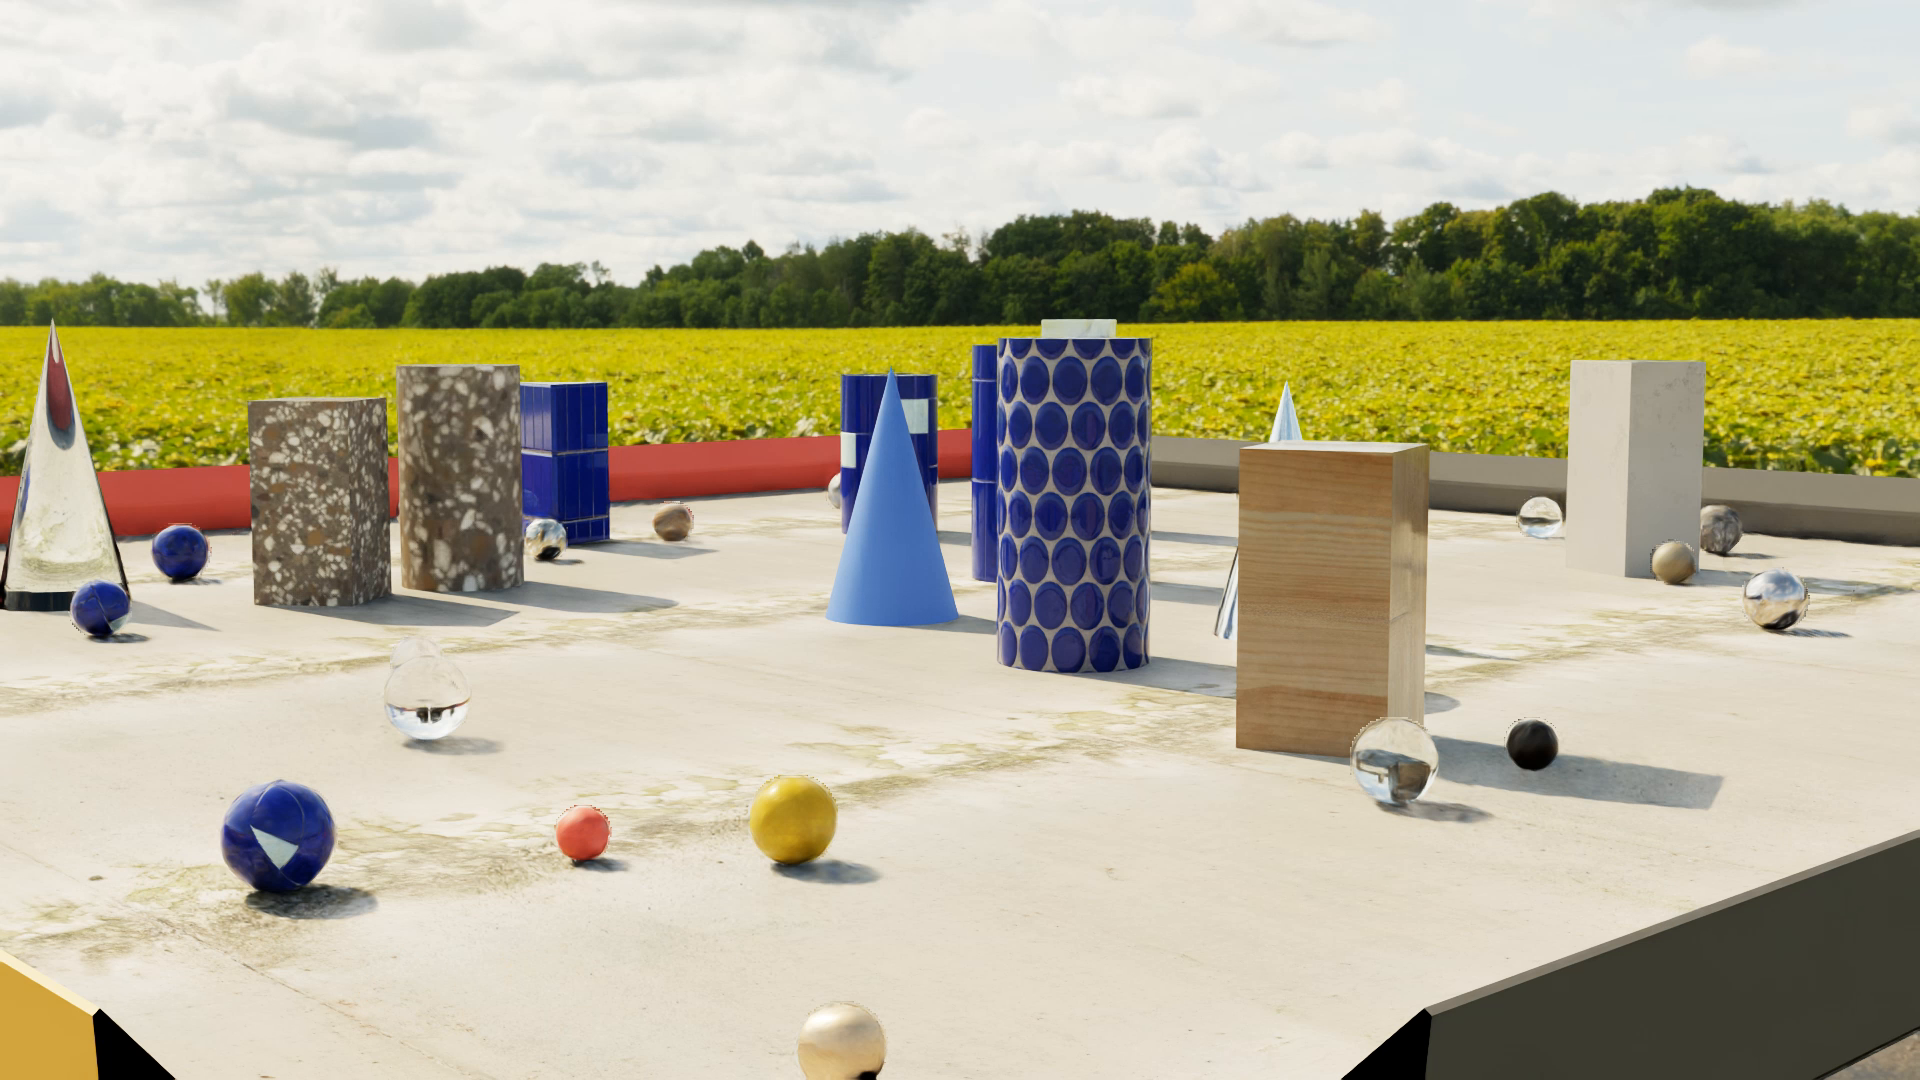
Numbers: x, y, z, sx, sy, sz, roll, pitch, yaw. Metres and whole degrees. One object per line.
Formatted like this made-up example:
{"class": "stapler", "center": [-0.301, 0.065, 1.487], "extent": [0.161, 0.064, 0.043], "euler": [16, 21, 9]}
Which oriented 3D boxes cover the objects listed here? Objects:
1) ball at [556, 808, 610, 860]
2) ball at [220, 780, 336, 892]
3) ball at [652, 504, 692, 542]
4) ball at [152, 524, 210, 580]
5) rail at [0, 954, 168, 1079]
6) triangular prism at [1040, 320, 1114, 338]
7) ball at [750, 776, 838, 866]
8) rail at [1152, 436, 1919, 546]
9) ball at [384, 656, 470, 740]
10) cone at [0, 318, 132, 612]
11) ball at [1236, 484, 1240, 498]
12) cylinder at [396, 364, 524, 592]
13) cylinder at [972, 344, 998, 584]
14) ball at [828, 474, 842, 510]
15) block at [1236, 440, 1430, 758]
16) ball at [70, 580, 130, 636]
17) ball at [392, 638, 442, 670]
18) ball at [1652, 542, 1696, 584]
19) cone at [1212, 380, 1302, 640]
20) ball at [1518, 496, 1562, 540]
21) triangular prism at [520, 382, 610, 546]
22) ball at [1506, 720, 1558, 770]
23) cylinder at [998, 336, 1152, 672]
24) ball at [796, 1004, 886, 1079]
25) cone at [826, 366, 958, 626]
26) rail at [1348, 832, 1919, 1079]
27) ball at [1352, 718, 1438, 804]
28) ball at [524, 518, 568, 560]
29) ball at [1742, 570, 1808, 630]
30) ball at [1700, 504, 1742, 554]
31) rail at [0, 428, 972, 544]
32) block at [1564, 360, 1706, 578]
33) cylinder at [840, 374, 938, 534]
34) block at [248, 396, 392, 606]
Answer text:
{"class": "ball", "center": [-0.306, 0.238, 1.782], "extent": [0.043, 0.043, 0.043], "euler": [0, 6, 0]}
{"class": "ball", "center": [-0.523, 0.227, 1.686], "extent": [0.086, 0.086, 0.086], "euler": [0, 6, 0]}
{"class": "ball", "center": [-0.553, -0.034, 4.226], "extent": [0.074, 0.074, 0.074], "euler": [0, 6, 0]}
{"class": "ball", "center": [-1.289, 0.020, 3.635], "extent": [0.091, 0.091, 0.091], "euler": [0, 6, 0]}
{"class": "rail", "center": [-1.361, 0.164, 2.083], "extent": [0.045, 0.126, 3.728], "euler": [-5, 8, -42]}
{"class": "triangular prism", "center": [0.273, -0.232, 4.437], "extent": [0.169, 0.424, 0.146], "euler": [4, 7, 35]}
{"class": "ball", "center": [-0.134, 0.226, 1.769], "extent": [0.071, 0.071, 0.071], "euler": [0, 6, 0]}
{"class": "rail", "center": [1.361, -0.098, 4.581], "extent": [0.045, 0.126, 3.728], "euler": [-5, 8, -42]}
{"class": "ball", "center": [-0.552, 0.164, 2.278], "extent": [0.088, 0.088, 0.088], "euler": [0, 6, 0]}
{"class": "cone", "center": [-1.362, -0.119, 3.324], "extent": [0.195, 0.433, 0.195], "euler": [0, 6, 0]}
{"class": "ball", "center": [0.648, -0.101, 4.822], "extent": [0.083, 0.083, 0.083], "euler": [0, 6, 0]}
{"class": "cylinder", "center": [-0.809, -0.105, 3.561], "extent": [0.195, 0.355, 0.195], "euler": [0, 6, 0]}
{"class": "cylinder", "center": [0.116, -0.130, 3.649], "extent": [0.195, 0.386, 0.195], "euler": [0, 6, 0]}
{"class": "ball", "center": [-0.249, -0.107, 4.862], "extent": [0.088, 0.088, 0.088], "euler": [0, 6, 0]}
{"class": "block", "center": [0.384, 0.056, 2.262], "extent": [0.156, 0.306, 0.156], "euler": [3, 7, 25]}
{"class": "ball", "center": [-1.176, 0.093, 3.010], "extent": [0.077, 0.077, 0.077], "euler": [0, 6, 0]}
{"class": "ball", "center": [-0.641, 0.145, 2.599], "extent": [0.059, 0.059, 0.059], "euler": [0, 6, 0]}
{"class": "ball", "center": [1.162, 0.037, 3.583], "extent": [0.068, 0.068, 0.068], "euler": [0, 6, 0]}
{"class": "cone", "center": [0.445, -0.045, 3.012], "extent": [0.195, 0.350, 0.195], "euler": [0, 6, 0]}
{"class": "ball", "center": [1.130, -0.043, 4.278], "extent": [0.082, 0.082, 0.082], "euler": [0, 6, 0]}
{"class": "triangular prism", "center": [-0.745, -0.150, 4.234], "extent": [0.146, 0.305, 0.169], "euler": [-4, 7, -33]}
{"class": "ball", "center": [0.555, 0.199, 2.131], "extent": [0.049, 0.049, 0.049], "euler": [0, 6, 0]}
{"class": "cylinder", "center": [0.144, -0.050, 2.778], "extent": [0.195, 0.409, 0.195], "euler": [0, 6, 0]}
{"class": "ball", "center": [-0.067, 0.290, 1.253], "extent": [0.051, 0.051, 0.051], "euler": [0, 6, 0]}
{"class": "cone", "center": [-0.099, -0.070, 3.182], "extent": [0.195, 0.365, 0.195], "euler": [0, 6, 0]}
{"class": "rail", "center": [1.248, 0.174, 1.987], "extent": [3.751, 0.126, 0.045], "euler": [-5, 8, -42]}
{"class": "ball", "center": [0.392, 0.200, 1.983], "extent": [0.077, 0.077, 0.077], "euler": [0, 6, 0]}
{"class": "ball", "center": [-0.739, -0.002, 3.919], "extent": [0.076, 0.076, 0.076], "euler": [0, 6, 0]}
{"class": "ball", "center": [1.136, 0.083, 3.064], "extent": [0.085, 0.085, 0.085], "euler": [0, 6, 0]}
{"class": "ball", "center": [1.384, -0.020, 4.021], "extent": [0.090, 0.090, 0.090], "euler": [0, 6, 0]}
{"class": "rail", "center": [-1.248, -0.108, 4.677], "extent": [3.751, 0.126, 0.045], "euler": [-5, 8, -42]}
{"class": "block", "center": [1.149, -0.126, 3.748], "extent": [0.156, 0.358, 0.156], "euler": [-3, 6, -23]}
{"class": "cylinder", "center": [-0.141, -0.173, 4.399], "extent": [0.195, 0.315, 0.195], "euler": [0, 6, 0]}
{"class": "block", "center": [-0.981, -0.062, 3.379], "extent": [0.156, 0.308, 0.156], "euler": [1, 6, 7]}
